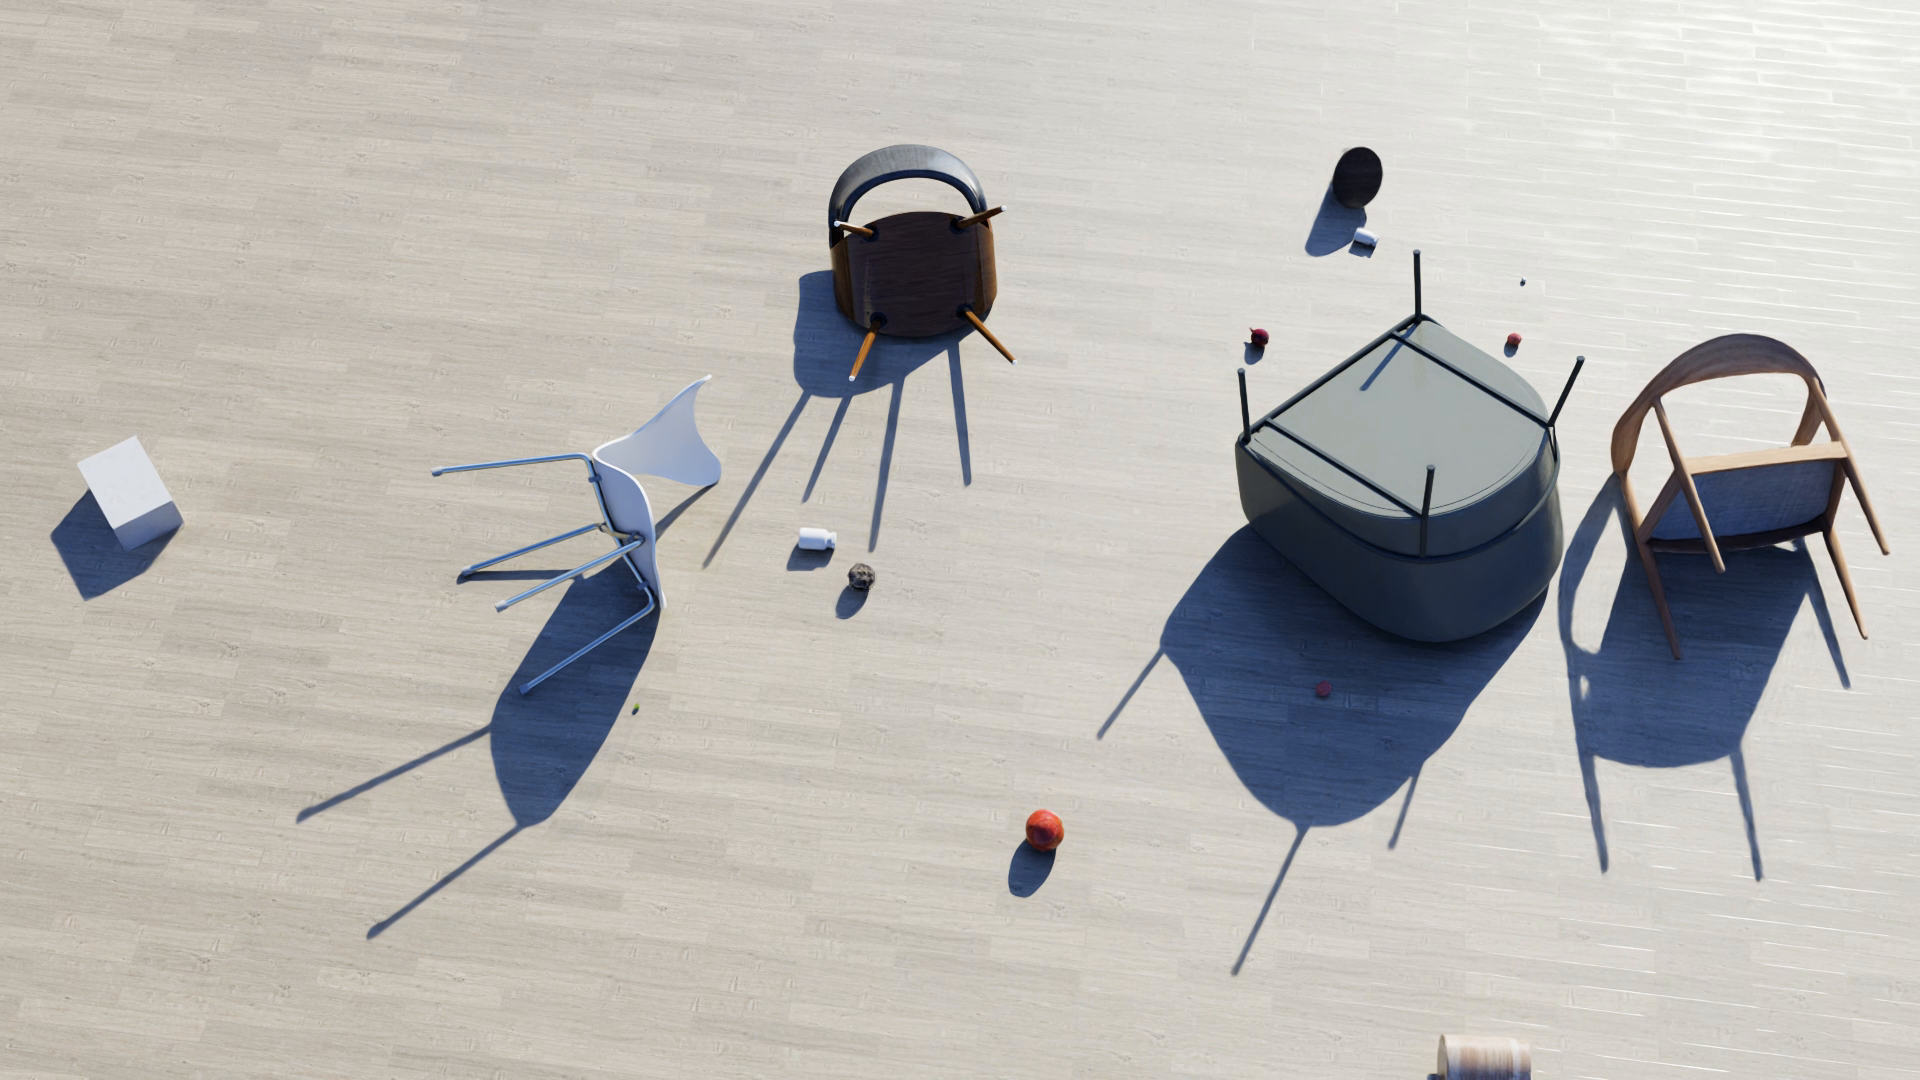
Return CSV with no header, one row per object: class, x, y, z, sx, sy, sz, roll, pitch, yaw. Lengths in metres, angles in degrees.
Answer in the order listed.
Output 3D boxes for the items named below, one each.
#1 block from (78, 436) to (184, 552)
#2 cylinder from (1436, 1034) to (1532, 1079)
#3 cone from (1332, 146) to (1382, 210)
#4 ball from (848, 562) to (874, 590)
block,-2.486,-0.139,6.593,0.187,0.123,0.286,-29,61,-18
cylinder,1.329,1.347,5.585,0.211,0.129,0.168,3,89,2
cone,1.305,-1.263,7.360,0.165,0.223,0.258,-1,33,-2
ball,-0.290,0.106,6.455,0.079,0.079,0.079,0,56,0
